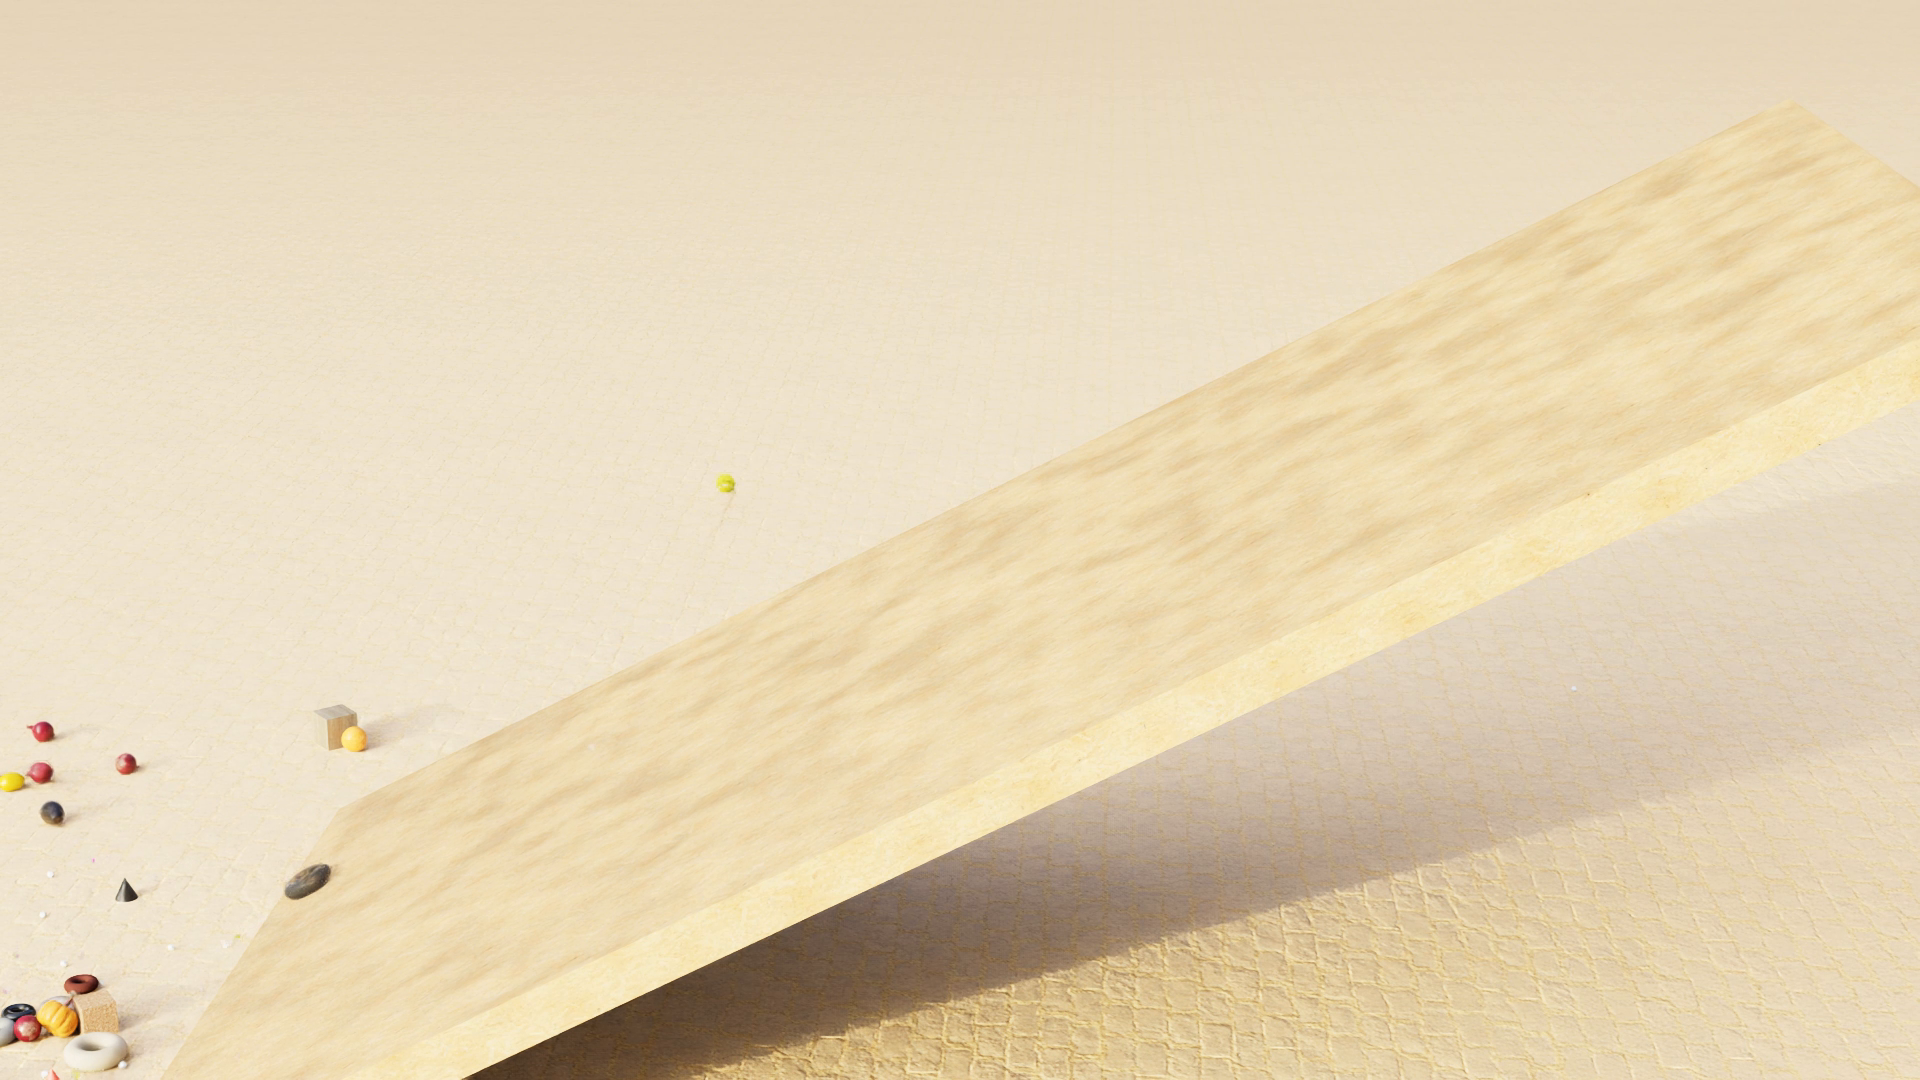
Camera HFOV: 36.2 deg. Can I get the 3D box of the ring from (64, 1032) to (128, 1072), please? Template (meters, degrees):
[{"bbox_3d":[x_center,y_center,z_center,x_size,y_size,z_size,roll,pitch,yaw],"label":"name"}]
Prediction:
[{"bbox_3d":[-1.889,1.118,6.427,0.136,0.045,0.136,1,18,0],"label":"ring"}]

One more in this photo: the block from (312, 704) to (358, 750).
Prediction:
[{"bbox_3d":[-1.755,0.527,8.268,0.092,0.092,0.092,-13,21,-36],"label":"block"}]

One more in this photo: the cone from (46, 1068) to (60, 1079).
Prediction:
[{"bbox_3d":[-1.927,1.156,6.250,0.077,0.077,0.077,0,17,0],"label":"cone"}]

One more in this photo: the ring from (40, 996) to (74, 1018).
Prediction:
[{"bbox_3d":[-2.041,1.057,6.657,0.082,0.027,0.082,-1,16,0],"label":"ring"}]

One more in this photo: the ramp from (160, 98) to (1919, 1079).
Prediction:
[{"bbox_3d":[0.140,0.167,6.281,4.000,0.100,2.000,-26,14,10],"label":"ramp"}]

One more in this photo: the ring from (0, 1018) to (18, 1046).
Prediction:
[{"bbox_3d":[-2.145,1.093,6.523,0.109,0.036,0.109,-1,17,0],"label":"ring"}]

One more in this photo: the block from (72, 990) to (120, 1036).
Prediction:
[{"bbox_3d":[-1.928,1.060,6.562,0.076,0.076,0.076,-10,20,-30],"label":"block"}]

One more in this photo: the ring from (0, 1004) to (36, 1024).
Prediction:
[{"bbox_3d":[-2.122,1.067,6.626,0.077,0.026,0.077,1,16,0],"label":"ring"}]

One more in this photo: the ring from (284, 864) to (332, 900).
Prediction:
[{"bbox_3d":[-1.547,0.810,6.975,0.122,0.041,0.122,-26,15,7],"label":"ring"}]

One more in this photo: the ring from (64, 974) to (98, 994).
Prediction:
[{"bbox_3d":[-2.023,1.023,6.770,0.077,0.026,0.077,0,16,0],"label":"ring"}]

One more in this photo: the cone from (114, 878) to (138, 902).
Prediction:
[{"bbox_3d":[-2.059,0.857,7.256,0.056,0.056,0.056,0,17,0],"label":"cone"}]
